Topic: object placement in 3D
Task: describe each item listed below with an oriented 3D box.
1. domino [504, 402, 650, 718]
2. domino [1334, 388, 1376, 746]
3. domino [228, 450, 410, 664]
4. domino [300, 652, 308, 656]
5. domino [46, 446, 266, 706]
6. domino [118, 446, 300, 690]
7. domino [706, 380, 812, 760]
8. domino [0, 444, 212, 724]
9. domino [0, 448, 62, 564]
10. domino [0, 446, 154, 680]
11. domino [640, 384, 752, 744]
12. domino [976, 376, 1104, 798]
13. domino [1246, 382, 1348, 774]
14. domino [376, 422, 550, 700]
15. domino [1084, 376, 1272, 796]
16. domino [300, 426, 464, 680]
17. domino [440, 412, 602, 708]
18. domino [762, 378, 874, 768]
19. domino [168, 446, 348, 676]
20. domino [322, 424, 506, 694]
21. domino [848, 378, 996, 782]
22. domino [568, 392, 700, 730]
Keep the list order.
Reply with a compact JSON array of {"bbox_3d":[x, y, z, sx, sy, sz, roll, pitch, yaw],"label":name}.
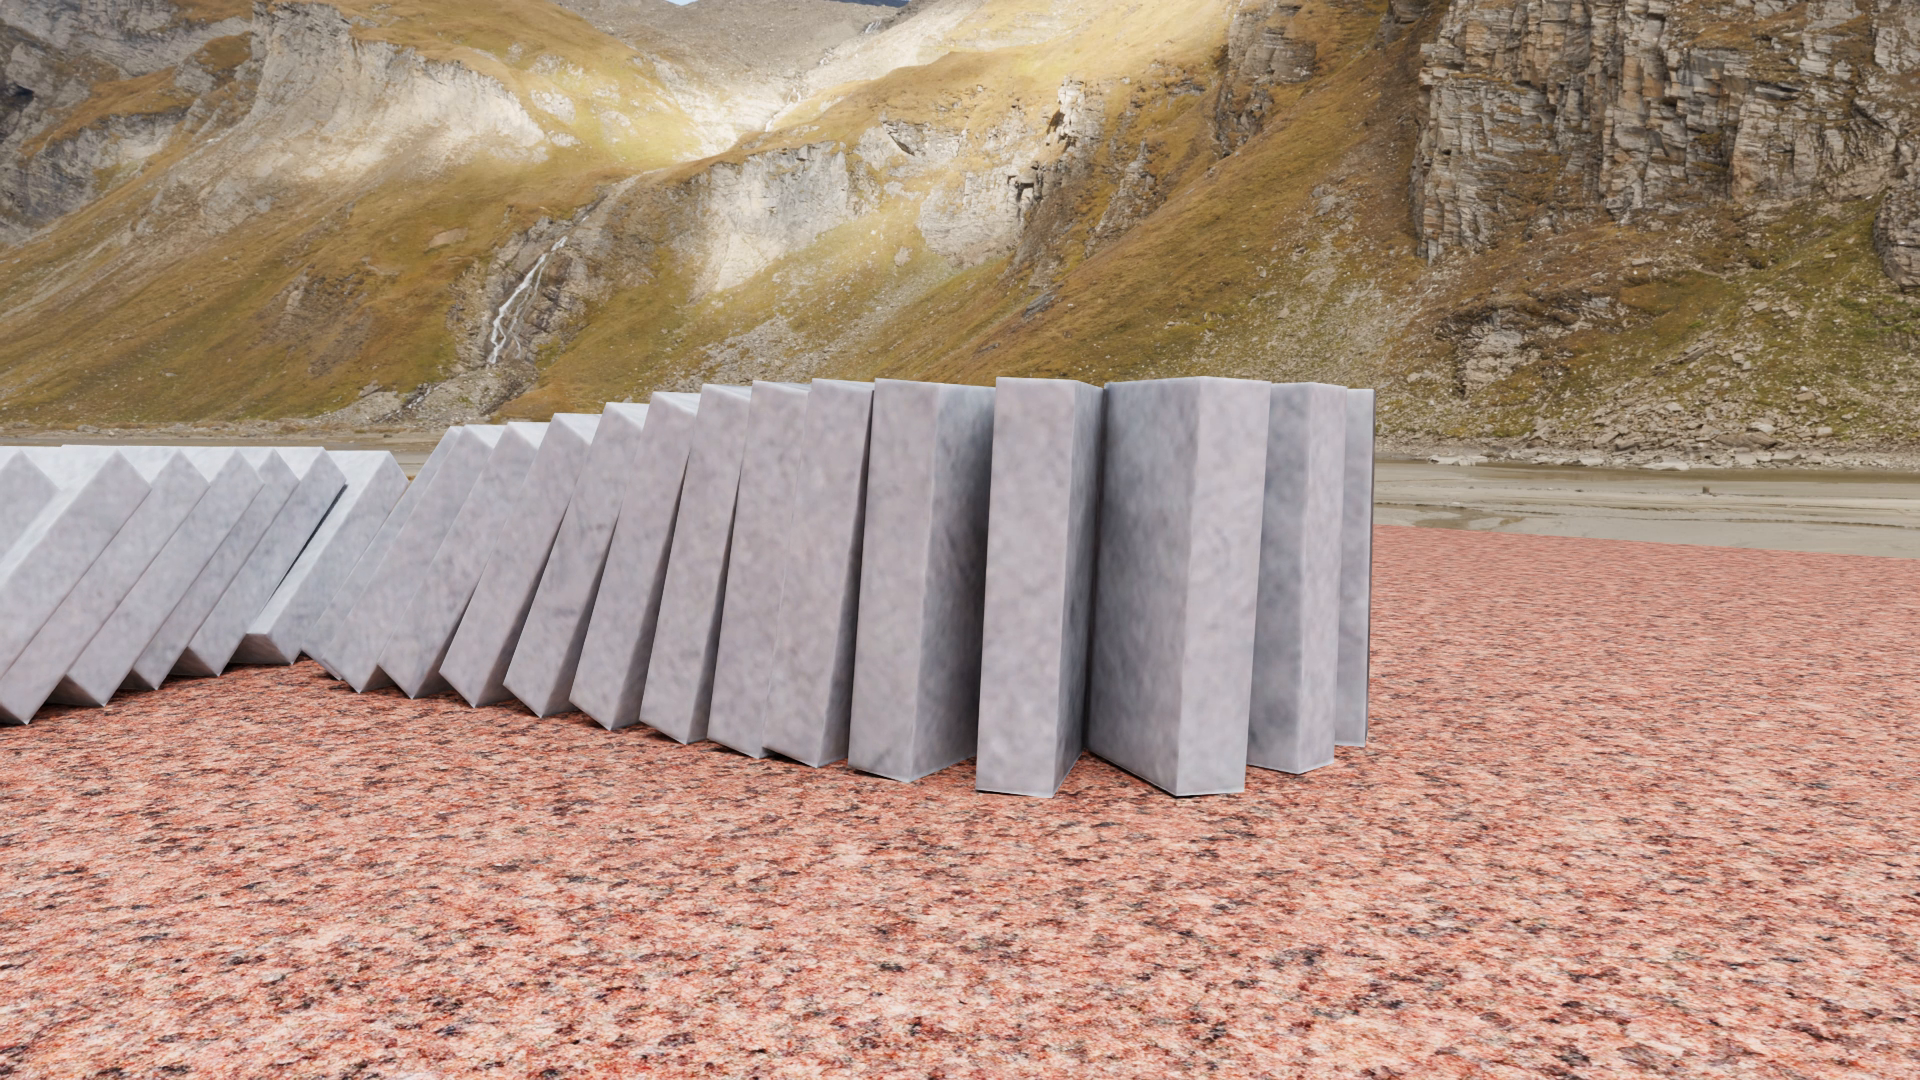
[{"bbox_3d":[-0.052,0.003,0.204,0.009,0.050,0.025,33,19,23],"label":"domino"},{"bbox_3d":[0.047,0.003,0.187,0.025,0.050,0.009,2,4,20],"label":"domino"},{"bbox_3d":[-0.137,0.002,0.263,0.025,0.009,0.050,1,47,14],"label":"domino"},{"bbox_3d":[-0.122,0.017,0.281,0.025,0.009,0.050,1,5,18],"label":"domino"},{"bbox_3d":[-0.147,0.005,0.223,0.025,0.010,0.050,2,49,14],"label":"domino"},{"bbox_3d":[-0.148,0.004,0.237,0.025,0.010,0.050,1,49,14],"label":"domino"},{"bbox_3d":[-0.021,0.003,0.182,0.010,0.050,0.025,15,11,30],"label":"domino"},{"bbox_3d":[-0.150,0.006,0.210,0.025,0.010,0.050,2,49,15],"label":"domino"},{"bbox_3d":[-0.157,0.008,0.184,0.025,0.010,0.050,1,49,13],"label":"domino"},{"bbox_3d":[-0.151,0.007,0.196,0.025,0.009,0.050,2,49,14],"label":"domino"},{"bbox_3d":[-0.030,0.003,0.189,0.009,0.050,0.025,20,14,29],"label":"domino"},{"bbox_3d":[0.011,0.005,0.165,0.010,0.050,0.025,4,5,14],"label":"domino"},{"bbox_3d":[0.038,0.004,0.175,0.025,0.050,0.010,4,4,44],"label":"domino"},{"bbox_3d":[-0.076,0.003,0.219,0.009,0.050,0.025,39,17,15],"label":"domino"},{"bbox_3d":[0.027,0.005,0.165,0.010,0.050,0.025,1,4,-21],"label":"domino"},{"bbox_3d":[-0.099,0.002,0.240,0.010,0.050,0.025,38,8,3],"label":"domino"},{"bbox_3d":[-0.064,0.003,0.212,0.009,0.050,0.025,38,20,21],"label":"domino"},{"bbox_3d":[-0.012,0.004,0.177,0.010,0.050,0.025,15,11,30],"label":"domino"},{"bbox_3d":[-0.144,0.003,0.250,0.025,0.009,0.050,1,49,14],"label":"domino"},{"bbox_3d":[-0.088,0.003,0.226,0.009,0.050,0.025,39,13,9],"label":"domino"},{"bbox_3d":[-0.002,0.004,0.171,0.009,0.050,0.025,9,8,30],"label":"domino"},{"bbox_3d":[-0.041,0.003,0.196,0.010,0.050,0.025,28,18,27],"label":"domino"}]
